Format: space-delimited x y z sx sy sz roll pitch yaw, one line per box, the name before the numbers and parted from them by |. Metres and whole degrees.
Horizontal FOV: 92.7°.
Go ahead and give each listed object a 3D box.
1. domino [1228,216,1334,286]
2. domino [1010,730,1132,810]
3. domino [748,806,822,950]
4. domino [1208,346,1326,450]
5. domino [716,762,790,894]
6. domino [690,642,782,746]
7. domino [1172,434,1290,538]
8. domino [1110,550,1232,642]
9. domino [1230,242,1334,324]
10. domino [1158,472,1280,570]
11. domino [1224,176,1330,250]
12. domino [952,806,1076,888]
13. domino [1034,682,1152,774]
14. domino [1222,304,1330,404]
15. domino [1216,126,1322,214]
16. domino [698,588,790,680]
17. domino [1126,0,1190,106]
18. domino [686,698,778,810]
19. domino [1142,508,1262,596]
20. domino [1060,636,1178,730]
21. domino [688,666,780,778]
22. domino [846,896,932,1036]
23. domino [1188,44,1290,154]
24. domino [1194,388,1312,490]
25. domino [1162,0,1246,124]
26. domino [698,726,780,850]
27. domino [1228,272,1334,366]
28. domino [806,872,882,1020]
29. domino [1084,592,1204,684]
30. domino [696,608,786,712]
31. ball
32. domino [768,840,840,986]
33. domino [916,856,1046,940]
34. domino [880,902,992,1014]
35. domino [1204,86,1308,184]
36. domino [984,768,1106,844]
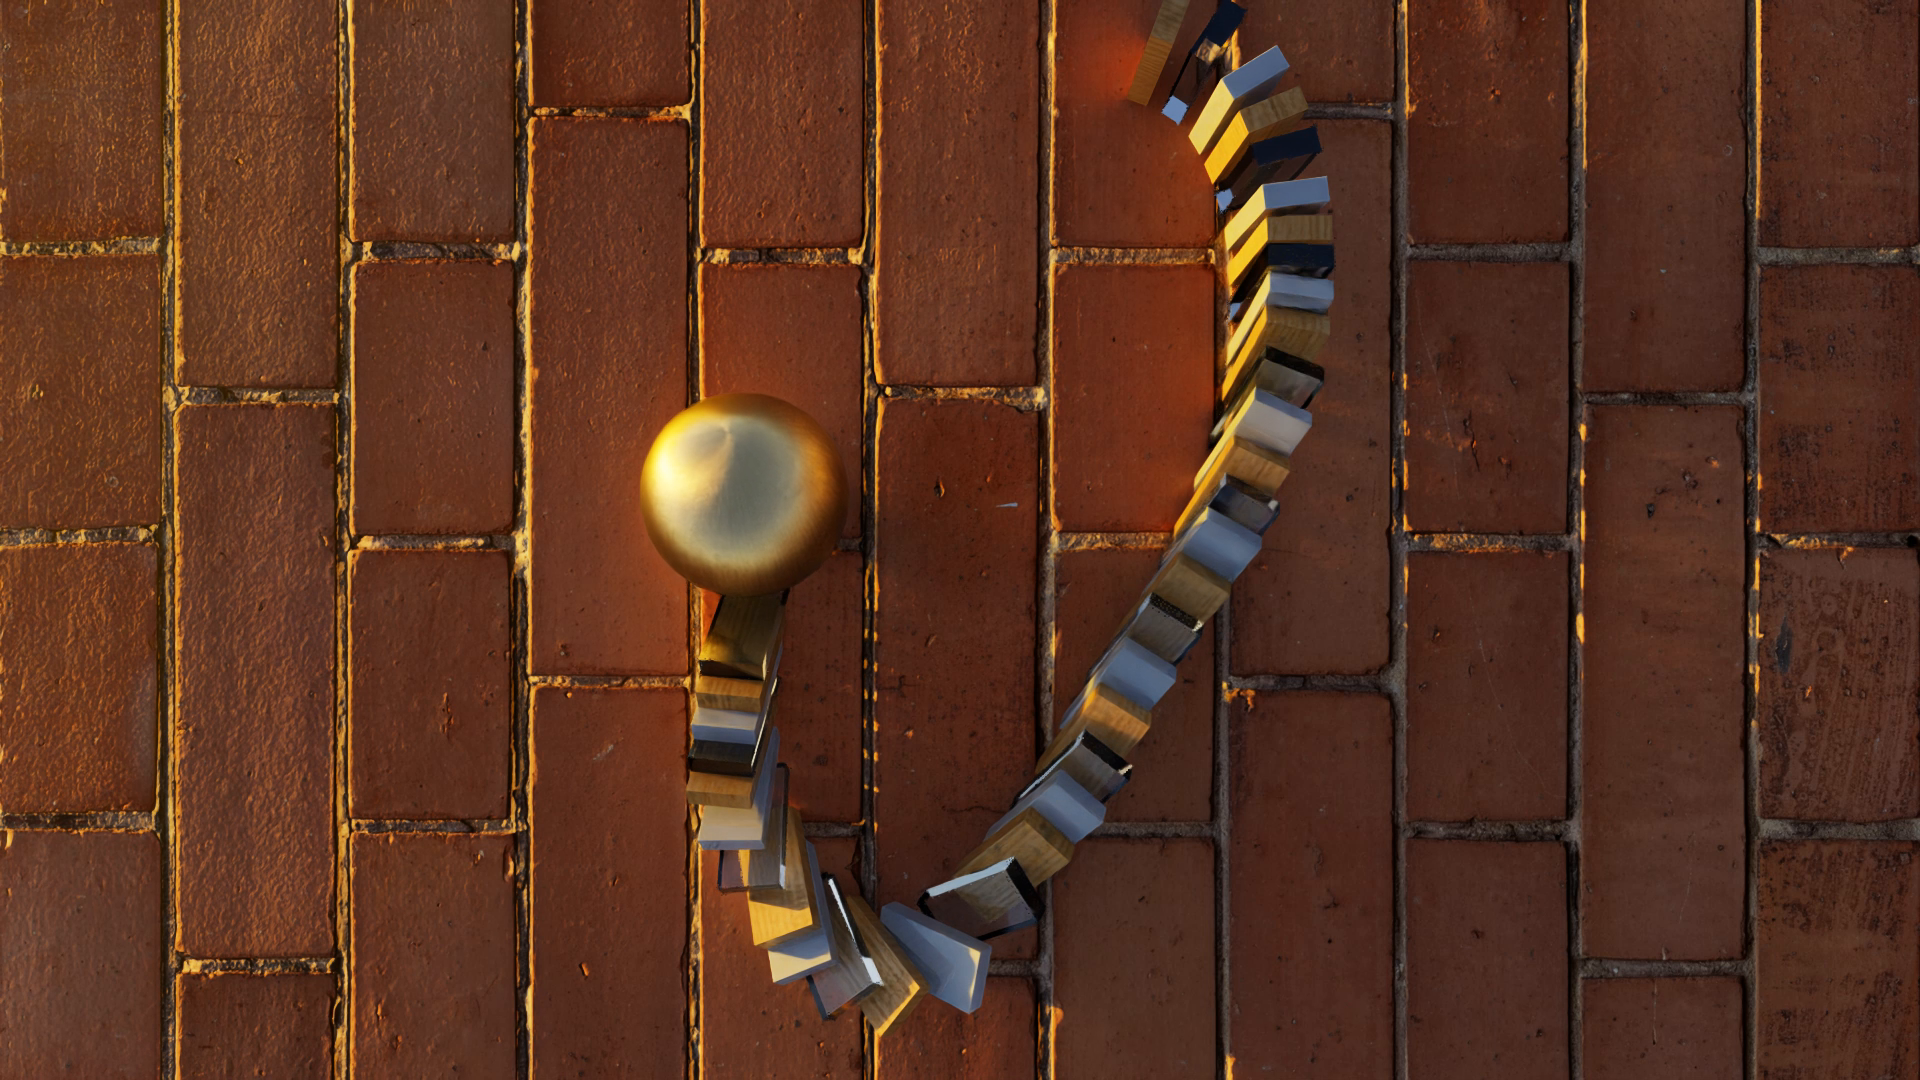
domino | 0.130 -0.117 0.375 0.025 0.050 0.010 0 85 0
domino | 0.046 0.104 0.383 0.025 0.010 0.050 38 120 -1
domino | -0.076 0.140 0.381 0.025 0.009 0.050 -21 55 3
domino | 0.126 -0.054 0.378 0.025 0.050 0.010 21 49 0
domino | -0.086 0.120 0.382 0.025 0.010 0.050 -4 57 0
domino | -0.091 0.060 0.378 0.025 0.050 0.009 5 132 0
domino | 0.112 -0.017 0.382 0.025 0.010 0.050 25 125 0
domino | 0.087 0.031 0.383 0.025 0.010 0.050 32 123 0
domino | 0.130 -0.104 0.375 0.025 0.050 0.009 3 78 0
domino | 0.107 -0.001 0.381 0.025 0.010 0.050 29 125 -2
domino | 0.128 -0.133 0.375 0.025 0.050 0.009 -7 90 0
domino | 0.022 0.135 0.383 0.025 0.010 0.050 43 120 0
domino | 0.055 0.086 0.384 0.025 0.009 0.050 32 118 0
domino | 0.128 -0.073 0.376 0.025 0.050 0.010 12 59 0
domino | 0.125 -0.150 0.375 0.025 0.050 0.010 -15 90 0
domino | -0.088 0.035 0.378 0.025 0.050 0.010 5 132 0
domino | 0.082 -0.203 0.375 0.009 0.050 0.025 21 90 0
domino | -0.093 0.085 0.378 0.025 0.050 0.010 5 132 0
domino | 0.100 0.013 0.381 0.025 0.010 0.050 29 125 -2
domino | 0.066 0.066 0.384 0.025 0.009 0.050 32 119 0
domino | -0.092 0.073 0.378 0.025 0.050 0.010 6 132 0
domino | -0.037 0.176 0.381 0.050 0.009 0.025 39 90 36
domino | 0.113 -0.179 0.375 0.025 0.050 0.009 -31 90 0
domino | 0.120 -0.036 0.380 0.025 0.009 0.050 25 132 0
domino | 0.099 -0.195 0.375 0.009 0.050 0.025 33 90 0
domino | -0.091 0.102 0.380 0.025 0.010 0.050 0 50 0
domino | 0.130 -0.088 0.375 0.025 0.050 0.010 8 66 0
domino | -0.054 0.168 0.381 0.025 0.010 0.050 -37 54 2
domino | 0.076 0.048 0.383 0.025 0.009 0.050 32 121 0
domino | -0.089 0.047 0.378 0.025 0.050 0.009 5 132 0
ball | -0.084 -0.017 0.360 0.080 0.080 0.080 0 90 0
domino | -0.069 0.154 0.382 0.025 0.009 0.050 -22 55 2
domino | 0.008 0.153 0.384 0.050 0.009 0.025 -32 90 30
domino | -0.012 0.173 0.383 0.050 0.009 0.025 11 90 32
domino | 0.120 -0.165 0.375 0.025 0.050 0.010 -22 90 0
domino | 0.035 0.120 0.383 0.025 0.009 0.050 41 120 -1
